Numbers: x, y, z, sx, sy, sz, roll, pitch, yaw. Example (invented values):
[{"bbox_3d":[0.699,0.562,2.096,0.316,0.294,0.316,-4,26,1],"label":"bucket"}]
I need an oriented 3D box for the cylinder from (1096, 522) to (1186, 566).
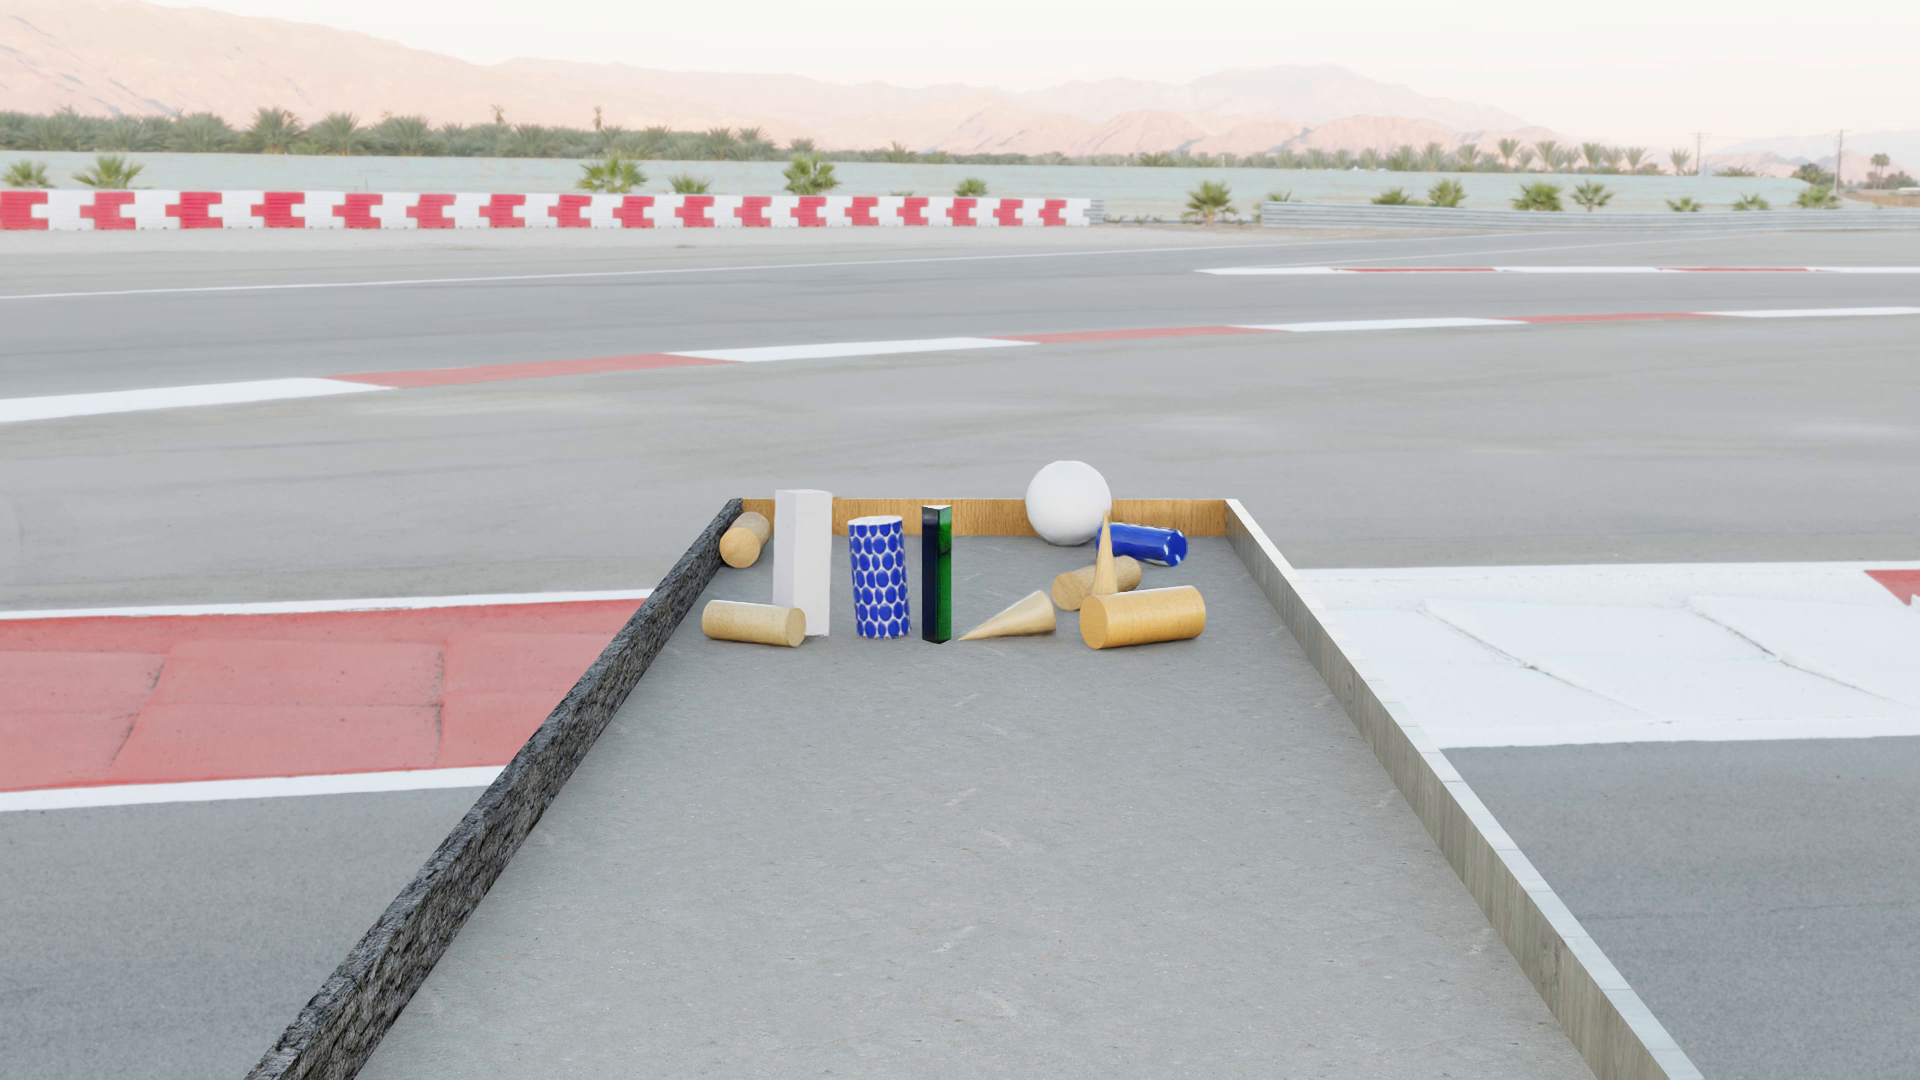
[{"bbox_3d":[0.698,0.014,8.488,0.342,0.135,0.135,9,13,44],"label":"cylinder"}]

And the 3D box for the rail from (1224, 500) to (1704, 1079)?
[{"bbox_3d":[1.046,0.843,3.208,0.050,0.150,12.000,0,9,1],"label":"rail"}]

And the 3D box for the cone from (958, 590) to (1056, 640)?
[{"bbox_3d":[0.133,0.275,7.051,0.325,0.144,0.144,-17,15,-21],"label":"cone"}]

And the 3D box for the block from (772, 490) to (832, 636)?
[{"bbox_3d":[-0.507,0.071,7.063,0.134,0.455,0.134,-1,5,-34],"label":"block"}]

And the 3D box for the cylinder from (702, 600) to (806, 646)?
[{"bbox_3d":[-0.651,0.263,6.956,0.310,0.123,0.123,4,10,26],"label":"cylinder"}]

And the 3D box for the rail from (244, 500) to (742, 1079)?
[{"bbox_3d":[-1.004,0.839,3.234,0.050,0.150,12.000,0,9,1],"label":"rail"}]

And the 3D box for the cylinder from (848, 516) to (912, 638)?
[{"bbox_3d":[-0.258,0.117,7.062,0.176,0.365,0.176,-4,10,1],"label":"cylinder"}]

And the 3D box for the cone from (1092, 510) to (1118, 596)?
[{"bbox_3d":[0.463,0.097,7.013,0.126,0.433,0.126,0,9,0],"label":"cone"}]

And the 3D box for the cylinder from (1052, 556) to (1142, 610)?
[{"bbox_3d":[0.480,0.148,7.660,0.131,0.131,0.425,5,10,31],"label":"cylinder"}]

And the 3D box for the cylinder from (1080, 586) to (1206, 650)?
[{"bbox_3d":[0.577,0.243,6.940,0.363,0.169,0.169,-5,10,-27],"label":"cylinder"}]

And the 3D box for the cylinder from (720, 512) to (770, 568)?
[{"bbox_3d":[-0.832,-0.003,8.534,0.155,0.155,0.415,0,9,1],"label":"cylinder"}]

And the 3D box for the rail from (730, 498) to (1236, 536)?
[{"bbox_3d":[0.099,-0.098,9.147,2.100,0.150,0.050,0,9,1],"label":"rail"}]

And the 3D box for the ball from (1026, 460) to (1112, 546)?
[{"bbox_3d":[0.436,-0.150,8.851,0.346,0.346,0.346,0,9,0],"label":"ball"}]

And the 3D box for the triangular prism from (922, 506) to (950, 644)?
[{"bbox_3d":[-0.061,0.107,6.963,0.079,0.430,0.092,-6,11,-35],"label":"triangular prism"}]
